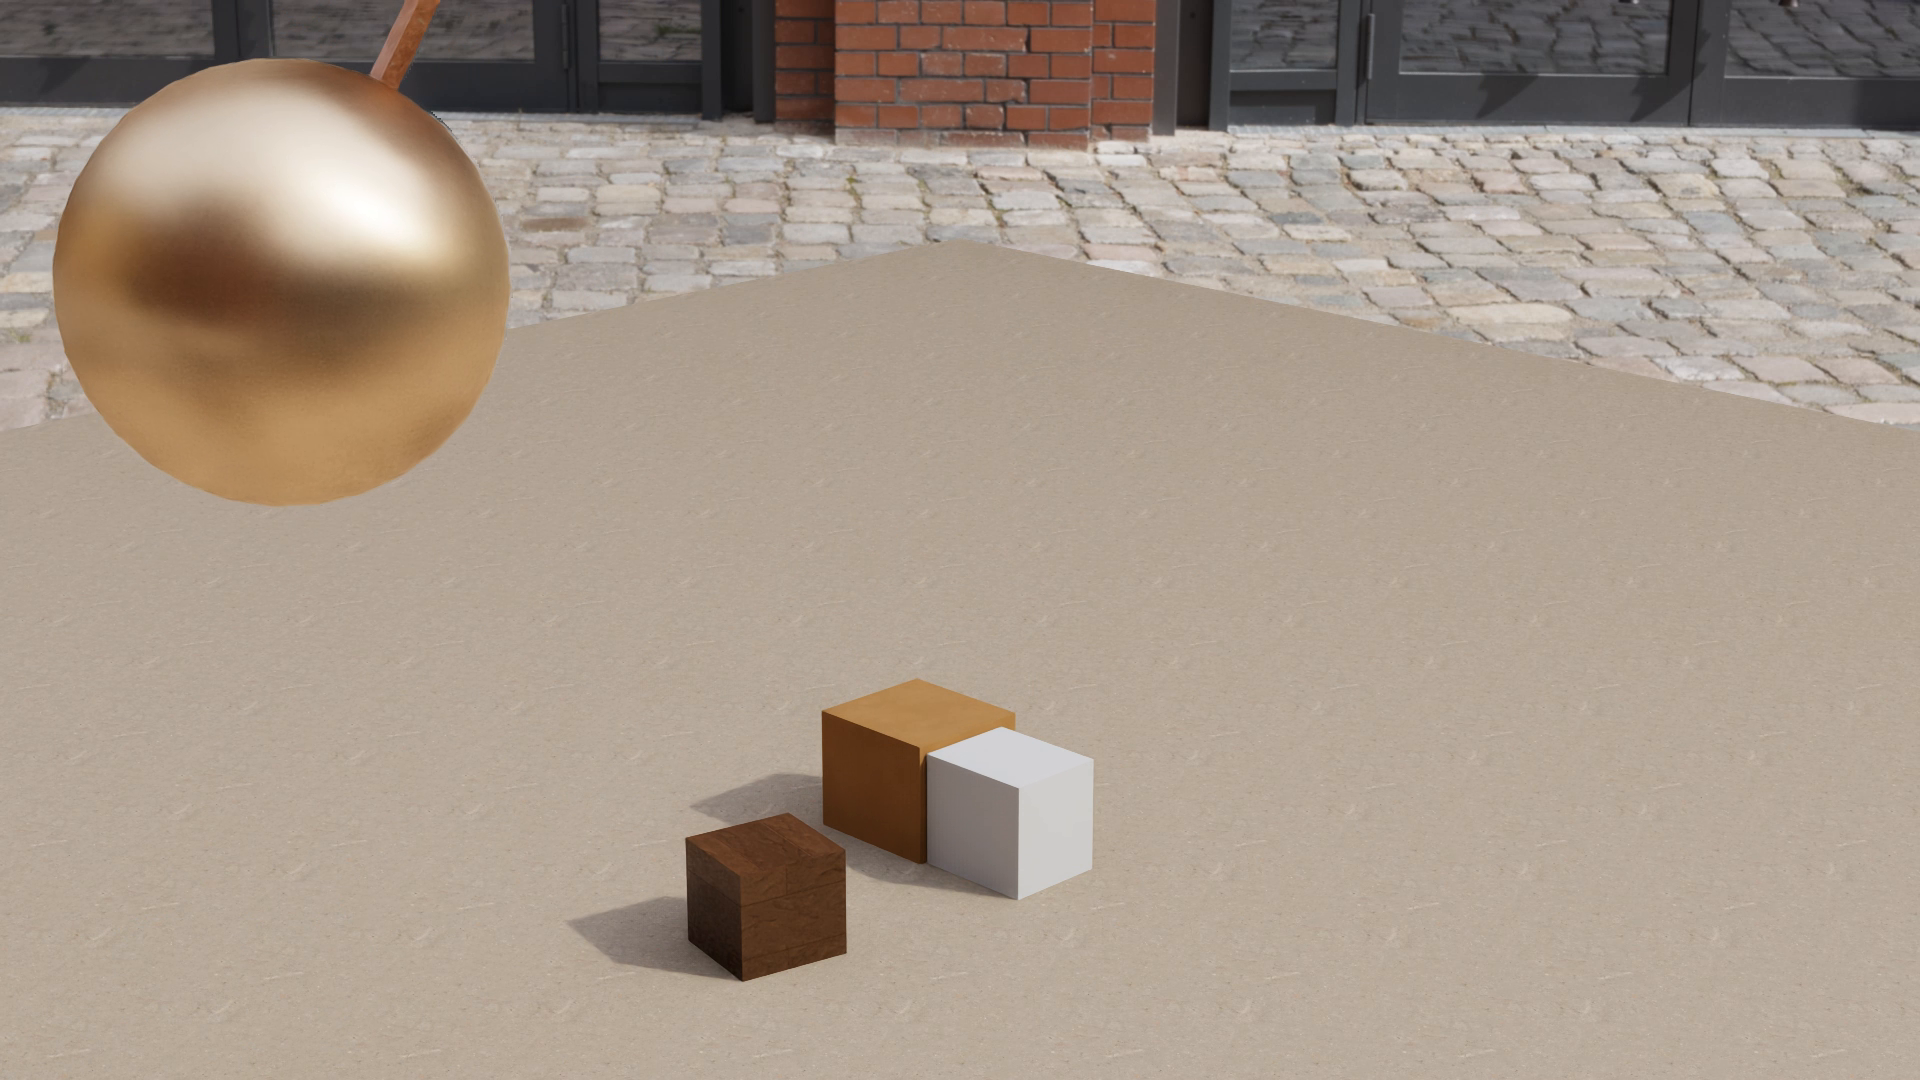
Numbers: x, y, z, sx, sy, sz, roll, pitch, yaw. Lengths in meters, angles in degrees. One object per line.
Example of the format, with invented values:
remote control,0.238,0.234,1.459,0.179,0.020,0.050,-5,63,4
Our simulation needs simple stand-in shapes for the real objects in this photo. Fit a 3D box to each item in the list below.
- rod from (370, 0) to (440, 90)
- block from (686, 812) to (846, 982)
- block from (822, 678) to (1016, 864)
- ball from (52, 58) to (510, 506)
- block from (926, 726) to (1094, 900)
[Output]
rod,-1.049,-3.996,10.987,0.080,5.200,0.080,17,-11,42
block,-0.837,1.534,12.653,0.513,0.485,0.488,-11,21,-31
block,-0.196,1.088,13.915,0.627,0.581,0.667,-17,24,-42
ball,-2.420,-0.921,10.515,1.600,1.600,1.600,0,17,0
block,0.228,1.248,13.471,0.491,0.542,0.586,-17,24,-42
